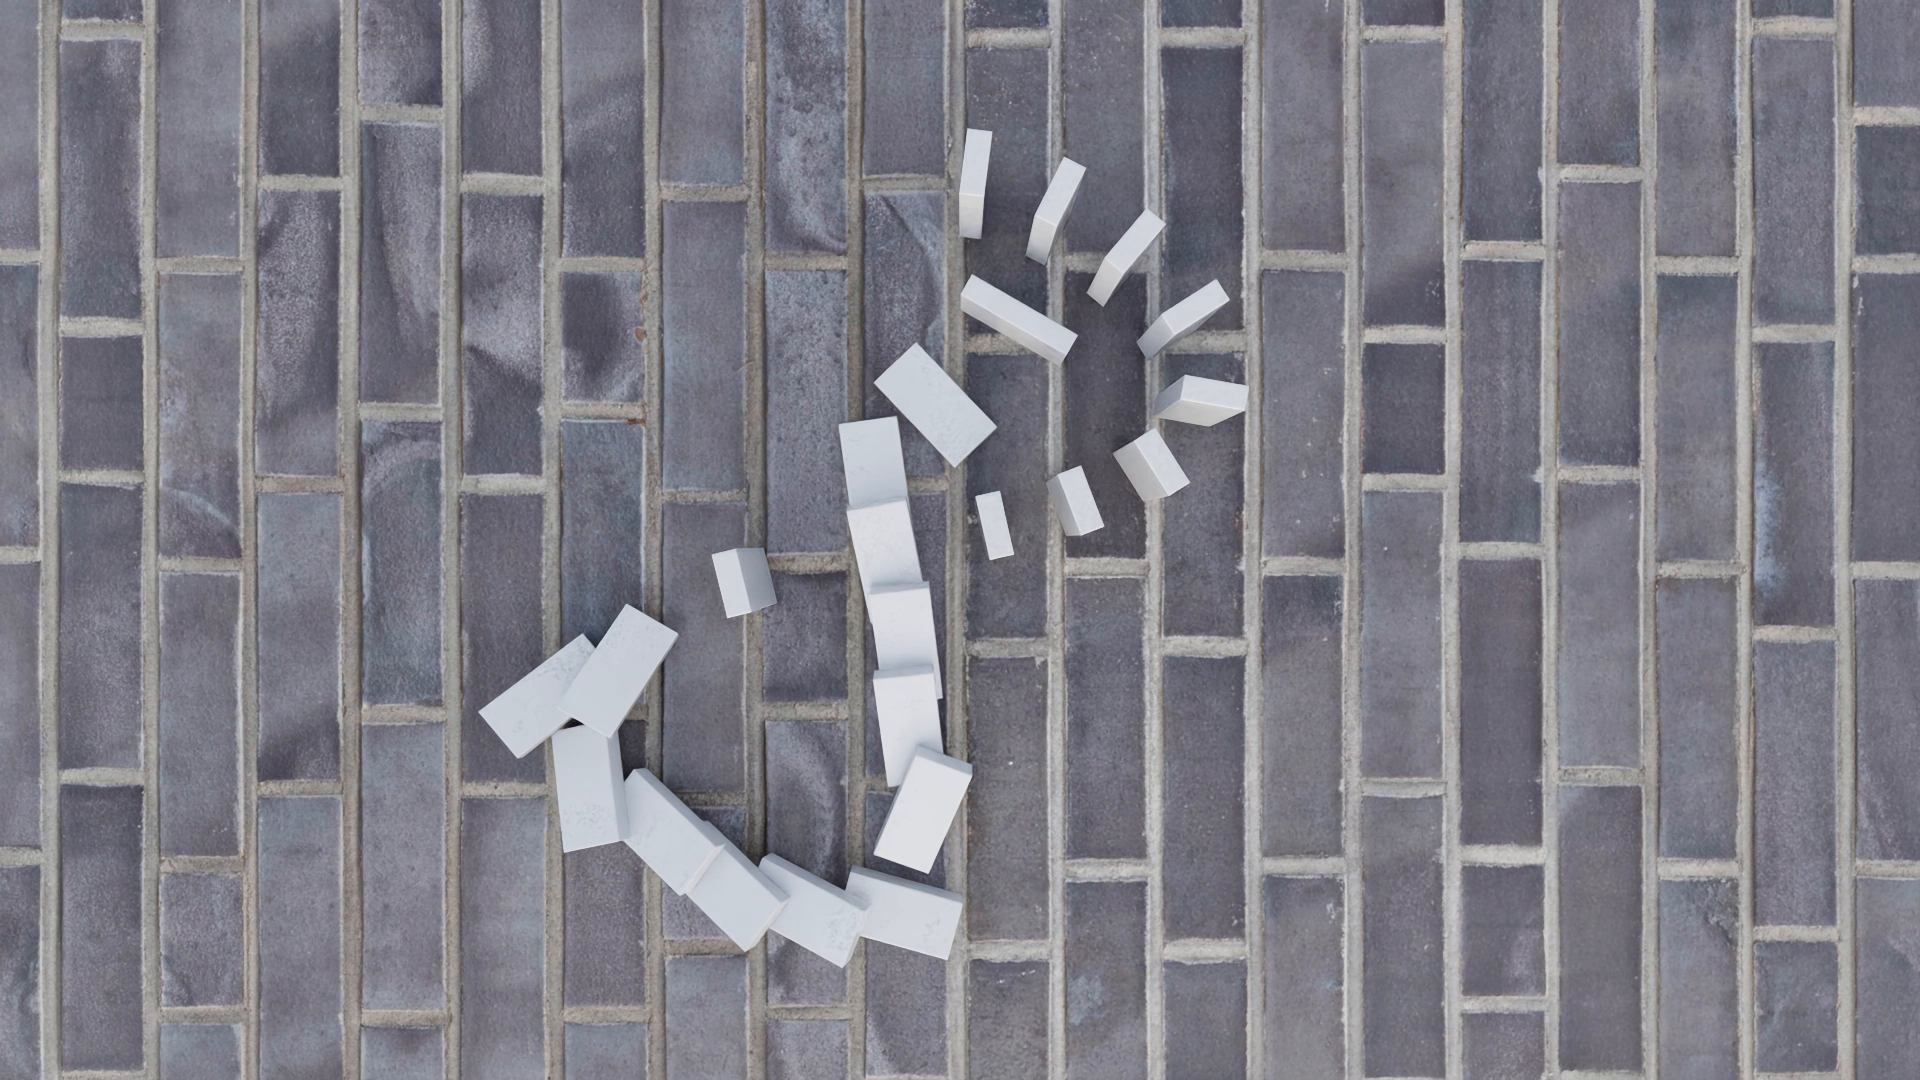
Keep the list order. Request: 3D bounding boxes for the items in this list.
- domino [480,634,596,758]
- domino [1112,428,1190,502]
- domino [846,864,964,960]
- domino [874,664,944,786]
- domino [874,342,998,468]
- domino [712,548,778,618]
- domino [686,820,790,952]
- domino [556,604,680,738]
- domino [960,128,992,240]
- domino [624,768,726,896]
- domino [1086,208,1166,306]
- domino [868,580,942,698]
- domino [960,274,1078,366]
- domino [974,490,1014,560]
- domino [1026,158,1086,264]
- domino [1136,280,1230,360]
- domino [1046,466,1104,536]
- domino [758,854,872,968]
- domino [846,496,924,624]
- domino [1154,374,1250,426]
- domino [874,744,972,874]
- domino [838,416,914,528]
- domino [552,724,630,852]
[{"bbox_3d":[-0.172,0.066,0.388,0.050,0.010,0.025,-40,90,-17],"label":"domino"},{"bbox_3d":[0.077,-0.030,0.375,0.010,0.050,0.025,-33,90,0],"label":"domino"},{"bbox_3d":[-0.026,0.160,0.395,0.050,0.009,0.025,15,90,0],"label":"domino"},{"bbox_3d":[-0.021,0.079,0.389,0.025,0.010,0.050,-6,106,0],"label":"domino"},{"bbox_3d":[-0.011,-0.058,0.395,0.025,0.009,0.050,-44,90,0],"label":"domino"},{"bbox_3d":[-0.087,0.017,0.375,0.010,0.050,0.025,-14,90,0],"label":"domino"},{"bbox_3d":[-0.099,0.146,0.388,0.050,0.009,0.025,36,90,17],"label":"domino"},{"bbox_3d":[-0.144,0.055,0.387,0.025,0.009,0.050,31,73,-6],"label":"domino"},{"bbox_3d":[0.006,-0.144,0.375,0.010,0.050,0.025,7,90,0],"label":"domino"},{"bbox_3d":[-0.126,0.123,0.389,0.050,0.009,0.025,36,90,16],"label":"domino"},{"bbox_3d":[0.067,-0.114,0.375,0.010,0.050,0.025,40,90,0],"label":"domino"},{"bbox_3d":[-0.023,0.044,0.389,0.025,0.010,0.050,-6,106,0],"label":"domino"},{"bbox_3d":[0.024,-0.092,0.388,0.050,0.025,0.009,30,90,0],"label":"domino"},{"bbox_3d":[0.013,-0.006,0.375,0.009,0.050,0.025,-13,90,0],"label":"domino"},{"bbox_3d":[0.038,-0.133,0.375,0.010,0.050,0.025,27,90,0],"label":"domino"},{"bbox_3d":[0.090,-0.089,0.375,0.025,0.050,0.009,-33,90,0],"label":"domino"},{"bbox_3d":[0.046,-0.015,0.375,0.009,0.050,0.025,-21,90,0],"label":"domino"},{"bbox_3d":[-0.065,0.156,0.389,0.050,0.009,0.025,21,90,15],"label":"domino"},{"bbox_3d":[-0.030,0.008,0.388,0.025,0.009,0.050,-10,106,1],"label":"domino"},{"bbox_3d":[0.097,-0.056,0.375,0.025,0.050,0.009,10,90,0],"label":"domino"},{"bbox_3d":[-0.016,0.114,0.388,0.025,0.010,0.050,21,104,-5],"label":"domino"},{"bbox_3d":[-0.036,-0.026,0.395,0.025,0.010,0.050,-8,90,0],"label":"domino"},{"bbox_3d":[-0.157,0.104,0.388,0.025,0.010,0.050,-14,78,8],"label":"domino"}]
